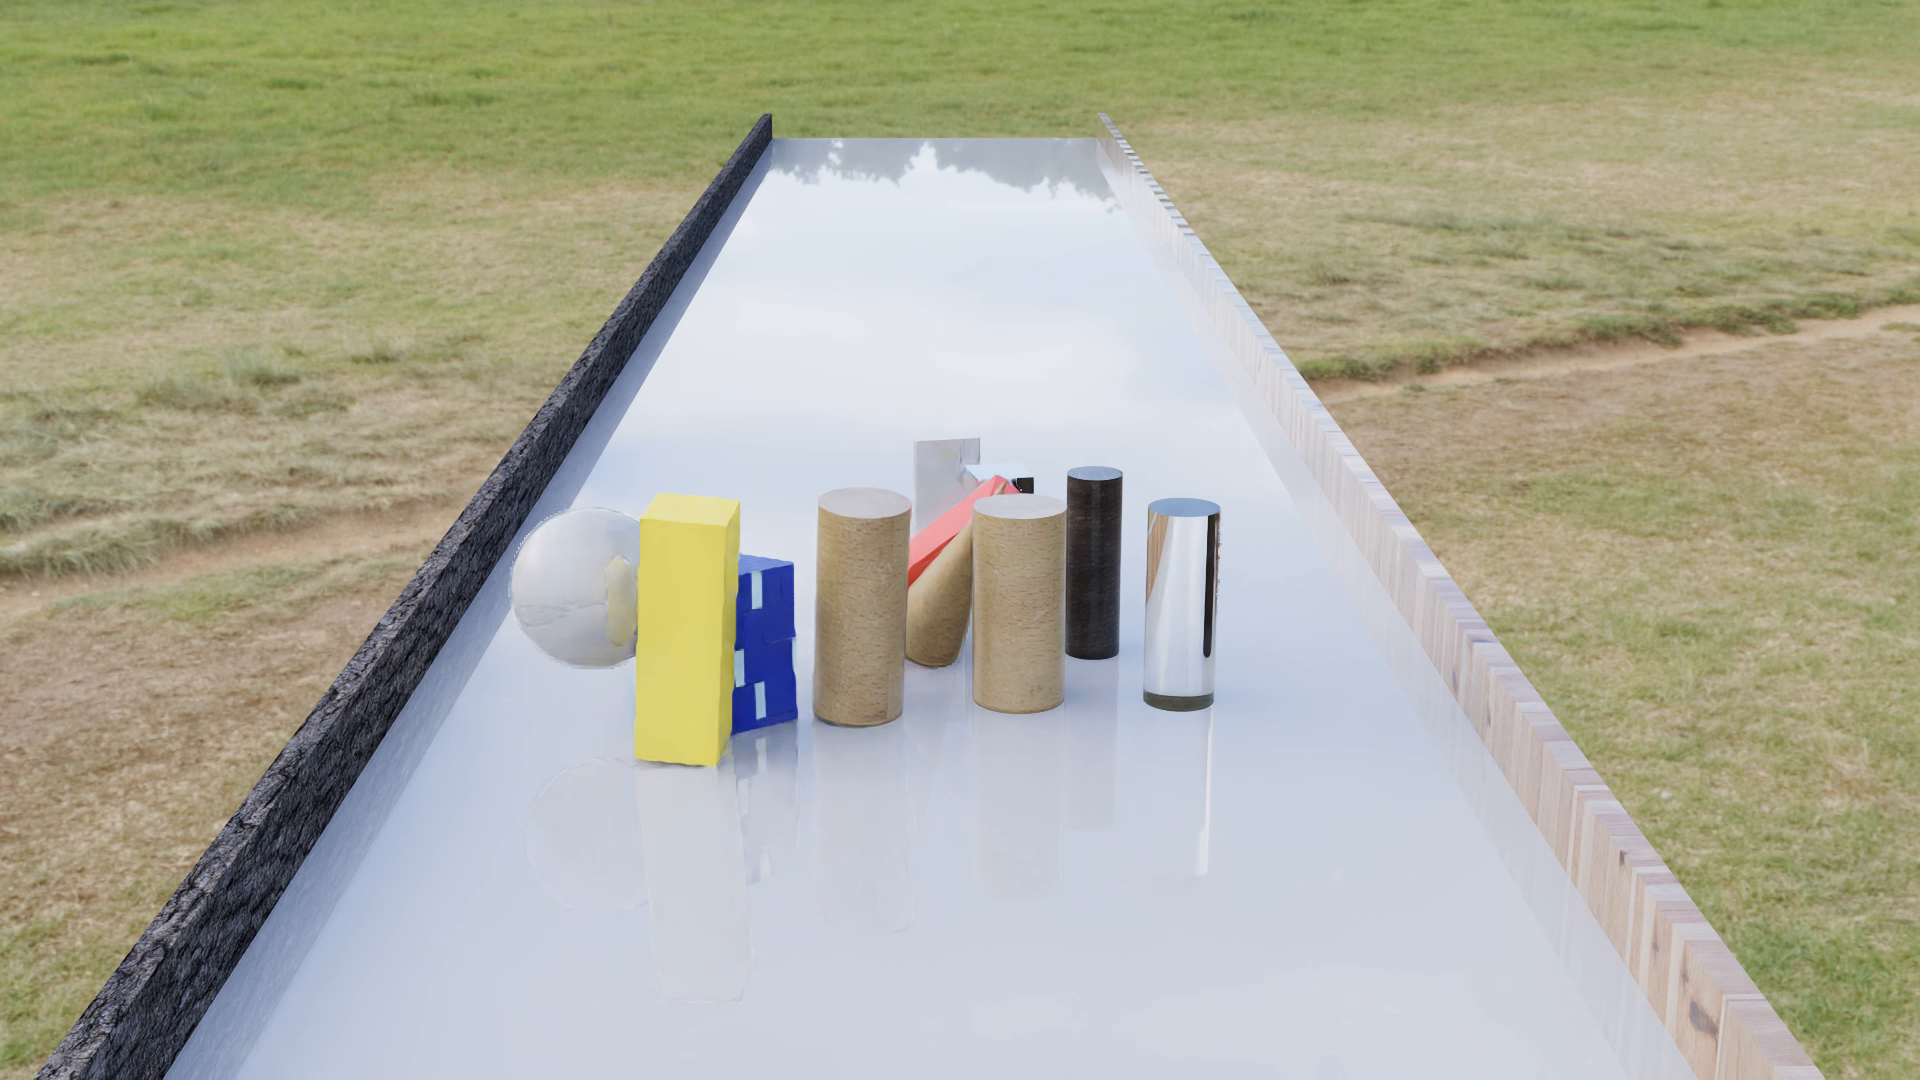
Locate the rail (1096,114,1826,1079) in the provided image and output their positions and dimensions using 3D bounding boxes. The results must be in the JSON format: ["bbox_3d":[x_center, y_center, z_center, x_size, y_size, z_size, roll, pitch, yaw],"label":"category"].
[{"bbox_3d":[0.932,-0.844,7.801,0.050,0.150,12.000,0,17,-1],"label":"rail"}]

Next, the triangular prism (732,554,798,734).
[{"bbox_3d":[-0.404,0.183,4.069,0.154,0.305,0.133,-12,21,-32],"label":"triangular prism"}]

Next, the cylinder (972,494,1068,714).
[{"bbox_3d":[0.112,0.119,4.157,0.176,0.381,0.176,0,17,0],"label":"cylinder"}]

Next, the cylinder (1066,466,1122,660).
[{"bbox_3d":[0.268,0.046,4.416,0.111,0.374,0.111,0,17,0],"label":"cylinder"}]

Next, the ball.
[{"bbox_3d":[-0.677,0.088,4.057,0.298,0.298,0.298,0,17,0],"label":"ball"}]

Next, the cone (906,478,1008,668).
[{"bbox_3d":[0.007,0.037,4.293,0.170,0.436,0.170,19,36,-14],"label":"cone"}]

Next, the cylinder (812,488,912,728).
[{"bbox_3d":[-0.183,0.124,4.068,0.171,0.411,0.171,3,20,-1],"label":"cylinder"}]

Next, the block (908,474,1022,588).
[{"bbox_3d":[-0.007,0.025,4.431,0.364,0.118,0.118,-36,24,41],"label":"block"}]

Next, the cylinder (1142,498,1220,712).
[{"bbox_3d":[0.418,0.122,4.149,0.136,0.381,0.136,0,17,0],"label":"cylinder"}]

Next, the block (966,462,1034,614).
[{"bbox_3d":[0.082,0.005,4.663,0.120,0.312,0.120,-4,17,-12],"label":"block"}]

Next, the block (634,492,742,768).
[{"bbox_3d":[-0.481,0.158,3.879,0.148,0.450,0.148,5,19,3],"label":"block"}]

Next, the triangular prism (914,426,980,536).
[{"bbox_3d":[-0.041,-0.080,4.917,0.147,0.330,0.127,-3,17,-11],"label":"triangular prism"}]

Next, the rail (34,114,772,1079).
[{"bbox_3d":[-1.118,-0.838,7.780,0.050,0.150,12.000,0,17,-1],"label":"rail"}]
